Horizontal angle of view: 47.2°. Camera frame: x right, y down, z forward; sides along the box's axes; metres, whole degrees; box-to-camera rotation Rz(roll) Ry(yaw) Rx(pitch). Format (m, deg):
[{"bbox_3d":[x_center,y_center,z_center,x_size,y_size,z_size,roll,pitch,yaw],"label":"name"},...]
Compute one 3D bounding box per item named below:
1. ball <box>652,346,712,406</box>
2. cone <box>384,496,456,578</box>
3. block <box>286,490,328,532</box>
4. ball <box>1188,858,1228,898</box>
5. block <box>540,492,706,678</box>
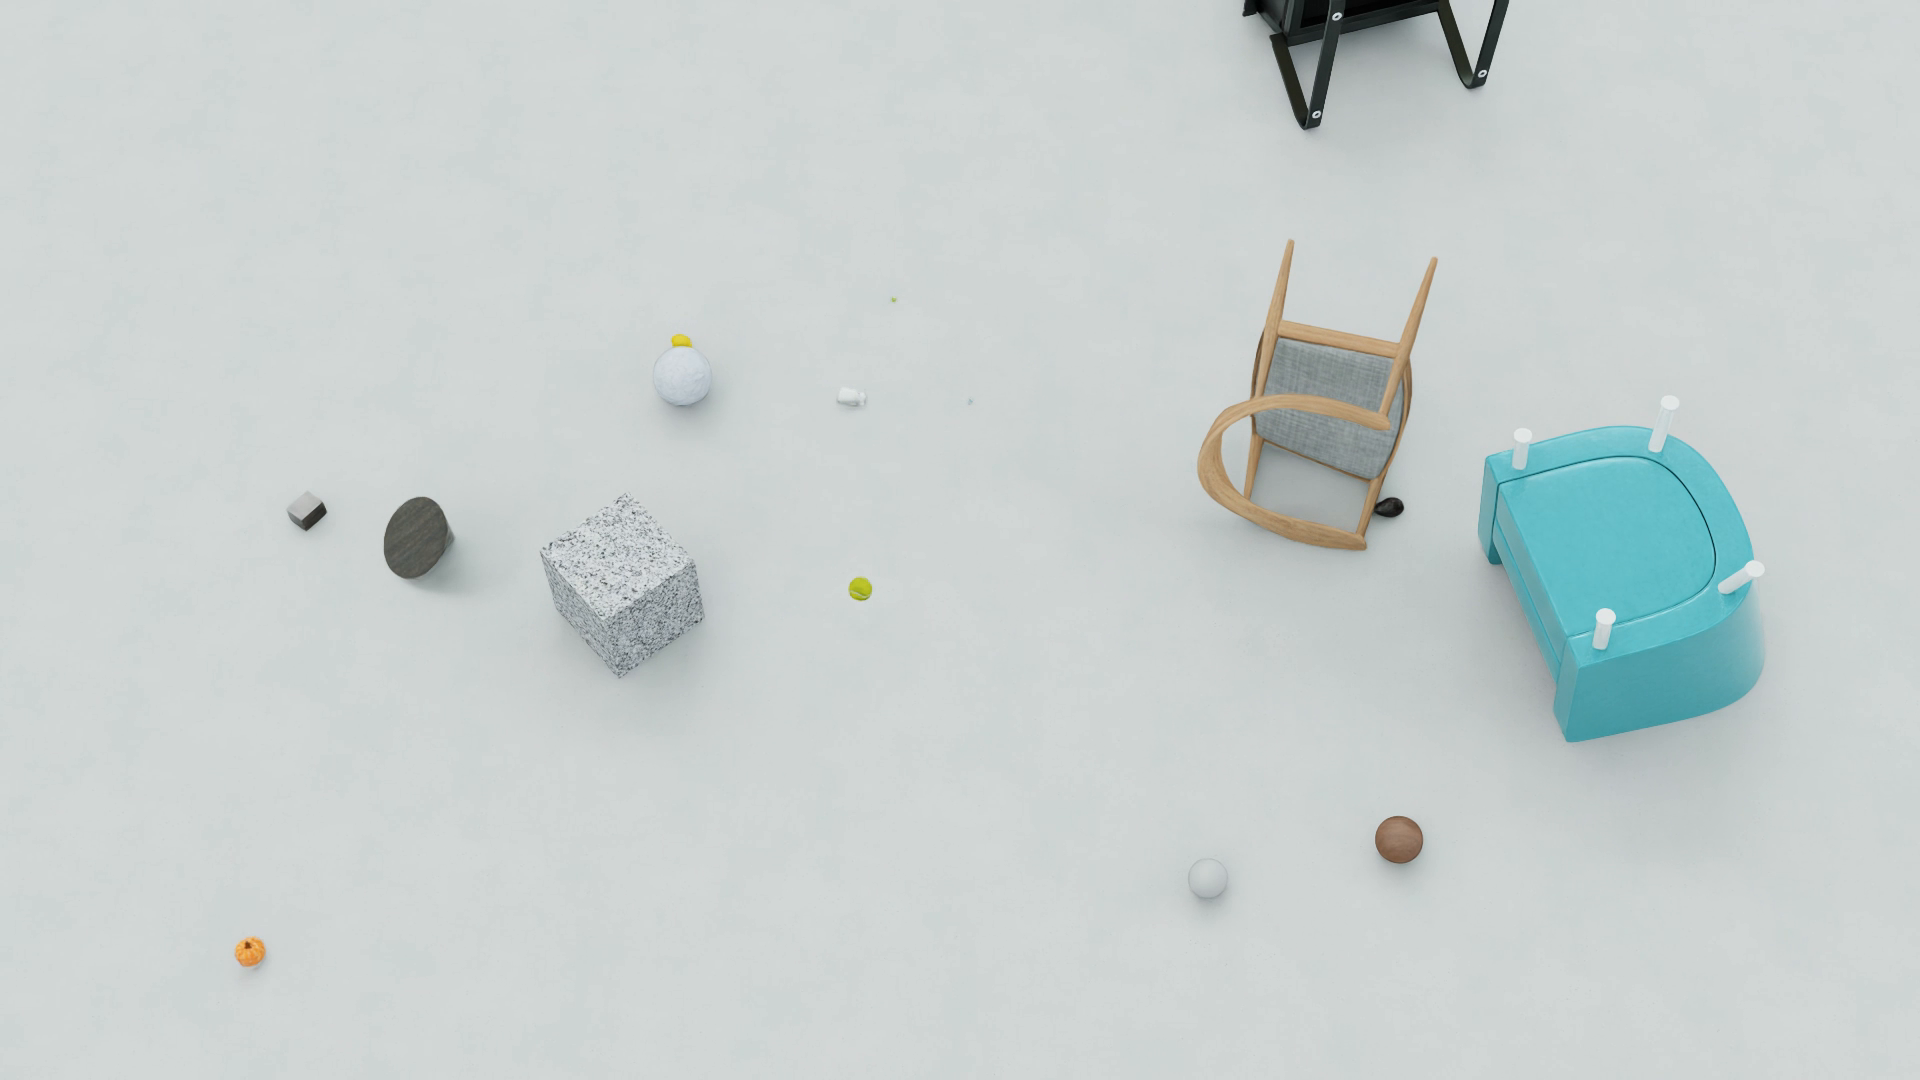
[{"bbox_3d":[-0.859,-0.507,6.803,0.185,0.185,0.185,0,56,0],"label":"ball"},{"bbox_3d":[-1.554,-0.006,6.515,0.156,0.291,0.226,0,63,-54],"label":"cone"},{"bbox_3d":[-1.959,-0.087,6.596,0.067,0.060,0.087,32,62,20],"label":"block"},{"bbox_3d":[0.665,0.907,5.900,0.109,0.109,0.109,0,56,0],"label":"ball"},{"bbox_3d":[-0.963,0.129,6.300,0.310,0.311,0.314,-36,63,-21],"label":"block"}]
